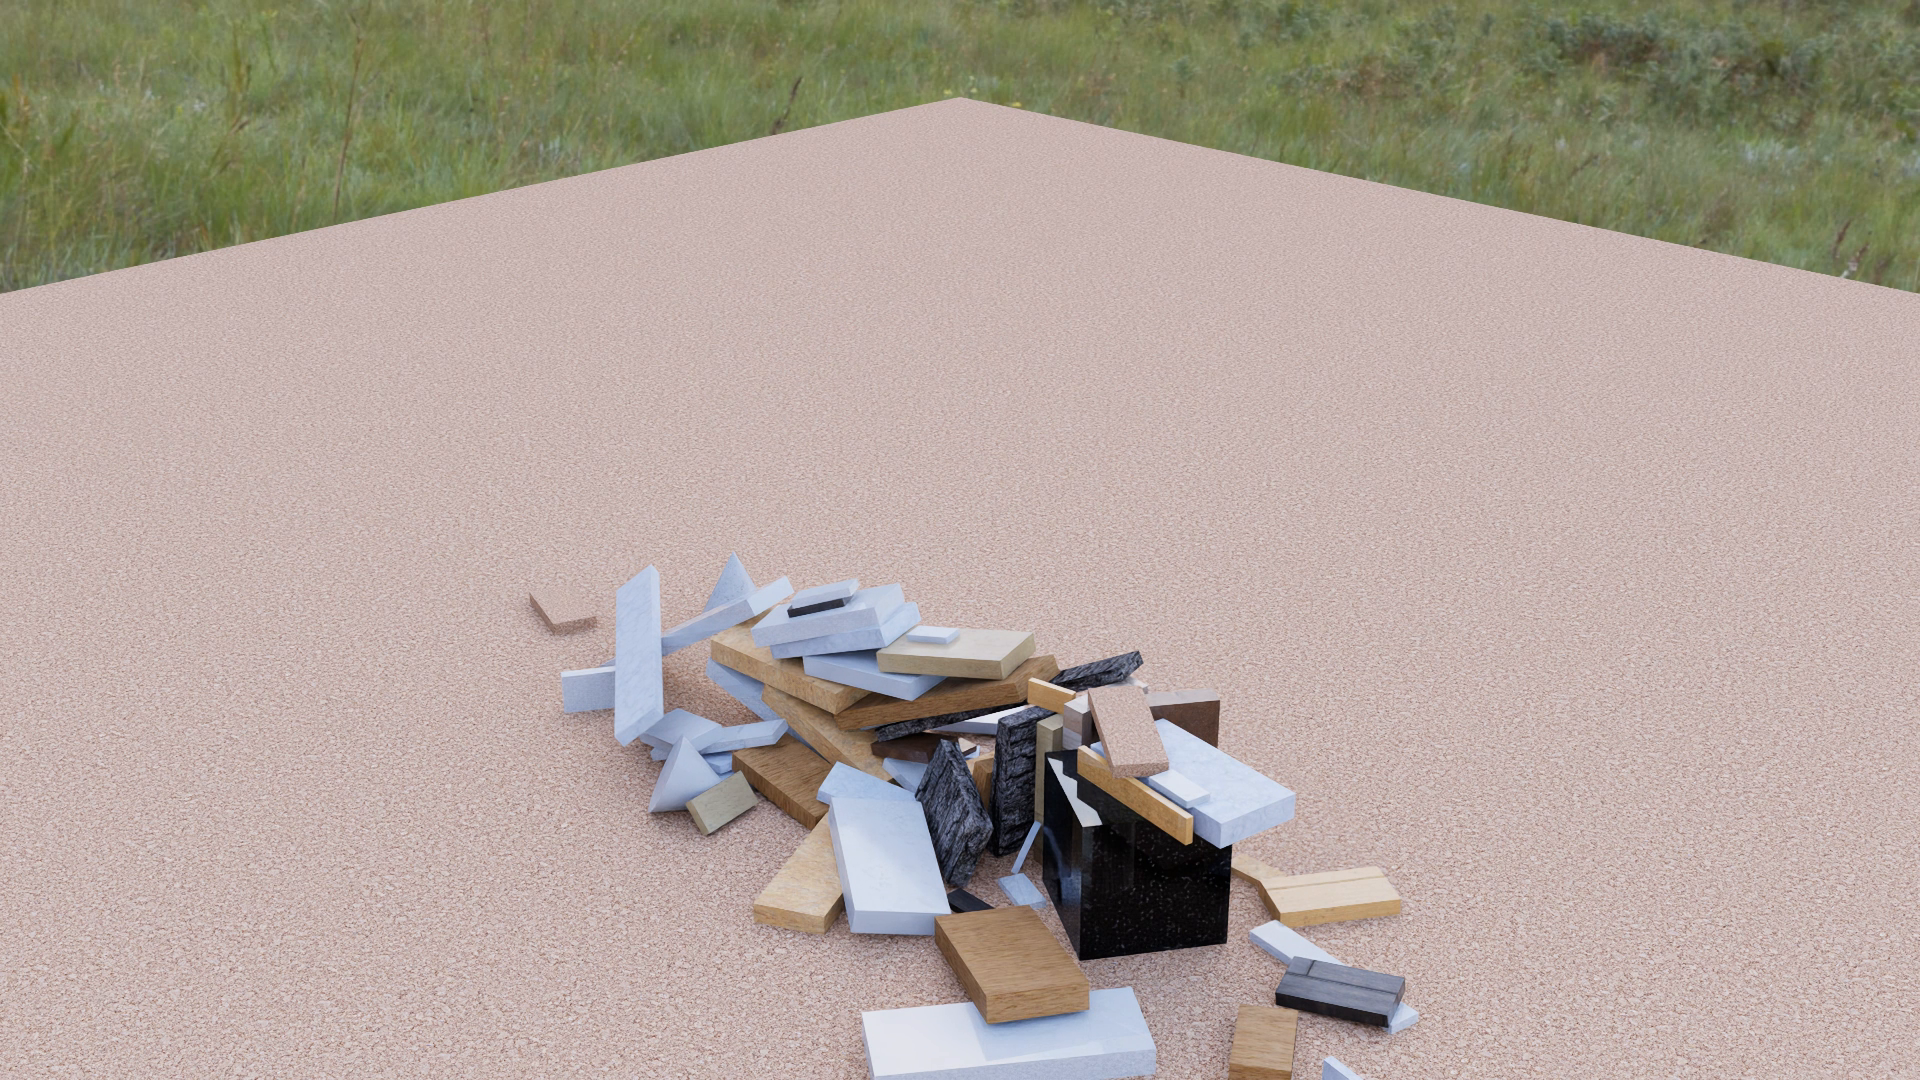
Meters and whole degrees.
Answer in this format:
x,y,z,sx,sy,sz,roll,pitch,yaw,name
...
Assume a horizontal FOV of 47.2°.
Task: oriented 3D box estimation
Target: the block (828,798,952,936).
x,y,z,sx,sy,sz,roll,pitch,yaw,name
-0.138,0.615,4.168,0.180,0.051,0.359,5,27,-13,block

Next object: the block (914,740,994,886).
x,y,z,sx,sy,sz,roll,pitch,yaw,name
-0.014,0.529,4.281,0.040,0.141,0.283,13,25,-23,block

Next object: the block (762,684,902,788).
x,y,z,sx,sy,sz,roll,pitch,yaw,name
-0.233,0.389,4.615,0.353,0.050,0.176,39,44,26,block

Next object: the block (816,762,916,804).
x,y,z,sx,sy,sz,roll,pitch,yaw,name
-0.180,0.519,4.418,0.193,0.027,0.097,22,37,9,block

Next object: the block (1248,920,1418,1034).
x,y,z,sx,sy,sz,roll,pitch,yaw,name
0.661,0.774,3.913,0.065,0.018,0.360,-15,27,-32,block

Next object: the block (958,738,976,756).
x,y,z,sx,sy,sz,roll,pitch,yaw,name
-0.015,0.448,4.649,0.095,0.014,0.048,-21,31,-40,block

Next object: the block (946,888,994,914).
x,y,z,sx,sy,sz,roll,pitch,yaw,name
0.015,0.686,4.125,0.049,0.014,0.098,-20,30,-39,block

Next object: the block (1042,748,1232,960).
x,y,z,sx,sy,sz,roll,pitch,yaw,name
0.323,0.567,4.067,0.279,0.279,0.279,-5,23,-11,block

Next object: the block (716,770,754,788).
x,y,z,sx,sy,sz,roll,pitch,yaw,name
-0.454,0.493,4.572,0.150,0.021,0.075,-14,27,-29,block

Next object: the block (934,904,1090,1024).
x,y,z,sx,sy,sz,roll,pitch,yaw,name
0.086,0.741,3.865,0.180,0.051,0.359,-5,13,-14,block

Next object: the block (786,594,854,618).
x,y,z,sx,sy,sz,roll,pitch,yaw,name
-0.289,0.131,4.548,0.126,0.018,0.063,-12,14,19,block

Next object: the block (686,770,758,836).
x,y,z,sx,sy,sz,roll,pitch,yaw,name
-0.478,0.529,4.422,0.021,0.075,0.150,-30,-1,41,block

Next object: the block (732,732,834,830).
x,y,z,sx,sy,sz,roll,pitch,yaw,name
-0.327,0.495,4.508,0.141,0.040,0.283,-19,35,-37,block

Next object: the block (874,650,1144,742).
x,y,z,sx,sy,sz,roll,pitch,yaw,name
0.091,0.315,4.394,0.598,0.027,0.097,-17,9,34,block

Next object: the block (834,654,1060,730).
x,y,z,sx,sy,sz,roll,pitch,yaw,name
-0.032,0.310,4.439,0.488,0.040,0.143,-13,13,40,block

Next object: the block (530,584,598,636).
x,y,z,sx,sy,sz,roll,pitch,yaw,name
-0.962,0.168,5.328,0.105,0.030,0.211,-11,25,-24,block

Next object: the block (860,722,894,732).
x,y,z,sx,sy,sz,roll,pitch,yaw,name
-0.153,0.368,4.552,0.108,0.015,0.054,-17,9,35,block

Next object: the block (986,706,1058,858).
x,y,z,sx,sy,sz,roll,pitch,yaw,name
0.134,0.463,4.275,0.152,0.304,0.043,-16,35,-33,block

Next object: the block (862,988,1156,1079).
x,y,z,sx,sy,sz,roll,pitch,yaw,name
0.079,0.846,3.701,0.470,0.051,0.180,-4,23,-8,block

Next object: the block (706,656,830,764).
x,y,z,sx,sy,sz,roll,pitch,yaw,name
-0.357,0.330,4.725,0.353,0.050,0.176,35,42,22,block

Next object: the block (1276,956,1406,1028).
x,y,z,sx,sy,sz,roll,pitch,yaw,name
0.662,0.786,3.830,0.202,0.029,0.101,7,33,27,block

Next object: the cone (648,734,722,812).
x,y,z,sx,sy,sz,roll,pitch,yaw,name
-0.519,0.507,4.468,0.171,0.171,0.171,24,20,-11,cone

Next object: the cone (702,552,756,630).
x,y,z,sx,sy,sz,roll,pitch,yaw,name
-0.543,0.103,5.300,0.170,0.170,0.170,0,23,0,cone

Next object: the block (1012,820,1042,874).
x,y,z,sx,sy,sz,roll,pitch,yaw,name
0.128,0.593,4.239,0.014,0.098,0.049,26,27,6,block

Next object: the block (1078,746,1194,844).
x,y,z,sx,sy,sz,roll,pitch,yaw,name
0.309,0.452,3.915,0.015,0.053,0.311,-15,27,-31,block

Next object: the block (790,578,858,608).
x,y,z,sx,sy,sz,roll,pitch,yaw,name
-0.279,0.110,4.542,0.130,0.018,0.063,-13,14,16,block

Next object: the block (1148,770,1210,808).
x,y,z,sx,sy,sz,roll,pitch,yaw,name
0.386,0.437,3.869,0.053,0.015,0.105,-15,27,-31,block

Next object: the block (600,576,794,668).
x,y,z,sx,sy,sz,roll,pitch,yaw,name
-0.591,0.200,4.900,0.506,0.041,0.144,-24,6,38,block

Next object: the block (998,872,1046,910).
x,y,z,sx,sy,sz,roll,pitch,yaw,name
0.118,0.668,4.167,0.053,0.015,0.105,-9,25,-21,block

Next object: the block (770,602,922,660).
x,y,z,sx,sy,sz,roll,pitch,yaw,name
-0.240,0.188,4.562,0.289,0.041,0.144,-8,16,33,block

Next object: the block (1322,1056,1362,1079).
x,y,z,sx,sy,sz,roll,pitch,yaw,name
0.637,0.898,3.561,0.018,0.065,0.130,-14,27,-30,block

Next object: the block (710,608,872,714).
x,y,z,sx,sy,sz,roll,pitch,yaw,name
-0.339,0.253,4.659,0.353,0.050,0.176,20,34,33,block

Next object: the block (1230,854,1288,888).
x,y,z,sx,sy,sz,roll,pitch,yaw,name
0.569,0.640,4.232,0.055,0.016,0.111,-20,30,-39,block

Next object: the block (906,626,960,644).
x,y,z,sx,sy,sz,roll,pitch,yaw,name
-0.055,0.191,4.441,0.095,0.014,0.048,3,22,33,block

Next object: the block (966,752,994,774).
x,y,z,sx,sy,sz,roll,pitch,yaw,name
0.128,0.470,4.583,0.237,0.034,0.118,-17,28,-23,block

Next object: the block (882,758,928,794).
x,y,z,sx,sy,sz,roll,pitch,yaw,name
-0.067,0.493,4.487,0.088,0.025,0.175,-24,53,-39,block

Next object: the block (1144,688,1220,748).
x,y,z,sx,sy,sz,roll,pitch,yaw,name
0.399,0.461,4.223,0.176,0.353,0.050,-4,23,-10,block

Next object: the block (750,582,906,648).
x,y,z,sx,sy,sz,roll,pitch,yaw,name
-0.274,0.156,4.555,0.289,0.041,0.144,-11,15,23,block

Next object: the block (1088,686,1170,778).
x,y,z,sx,sy,sz,roll,pitch,yaw,name
0.306,0.349,4.022,0.101,0.029,0.257,-3,29,-7,block

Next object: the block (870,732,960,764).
x,y,z,sx,sy,sz,roll,pitch,yaw,name
-0.092,0.421,4.487,0.088,0.025,0.175,-23,17,-39,block

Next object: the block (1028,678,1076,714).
x,y,z,sx,sy,sz,roll,pitch,yaw,name
0.175,0.301,4.205,0.098,0.049,0.014,17,29,29,block

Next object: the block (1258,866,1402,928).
x,y,z,sx,sy,sz,roll,pitch,yaw,name
0.695,0.671,4.136,0.237,0.034,0.118,-5,23,-11,block

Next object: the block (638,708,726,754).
x,y,z,sx,sy,sz,roll,pitch,yaw,name
-0.594,0.409,4.663,0.105,0.030,0.211,-26,19,-27,block

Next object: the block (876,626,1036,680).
x,y,z,sx,sy,sz,roll,pitch,yaw,name
-0.008,0.224,4.405,0.285,0.040,0.143,2,22,30,block

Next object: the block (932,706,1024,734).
x,y,z,sx,sy,sz,roll,pitch,yaw,name
0.039,0.385,4.783,0.194,0.027,0.097,3,23,8,block

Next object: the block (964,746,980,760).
x,y,z,sx,sy,sz,roll,pitch,yaw,name
-0.013,0.454,4.670,0.108,0.015,0.054,2,23,4,block

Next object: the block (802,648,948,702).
x,y,z,sx,sy,sz,roll,pitch,yaw,name
-0.167,0.256,4.514,0.285,0.040,0.143,11,28,37,block

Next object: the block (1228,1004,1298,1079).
x,y,z,sx,sy,sz,roll,pitch,yaw,name
0.512,0.848,3.701,0.101,0.029,0.202,5,18,11,block

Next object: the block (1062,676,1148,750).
x,y,z,sx,sy,sz,roll,pitch,yaw,name
0.275,0.454,4.238,0.176,0.353,0.050,-19,31,-38,block

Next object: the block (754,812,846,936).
x,y,z,sx,sy,sz,roll,pitch,yaw,name
-0.257,0.635,4.213,0.141,0.040,0.356,8,24,18,block

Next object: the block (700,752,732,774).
x,y,z,sx,sy,sz,roll,pitch,yaw,name
-0.513,0.462,4.614,0.063,0.018,0.126,-17,17,-39,block

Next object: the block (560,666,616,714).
x,y,z,sx,sy,sz,roll,pitch,yaw,name
-0.790,0.328,4.873,0.179,0.090,0.025,-6,24,-14,block

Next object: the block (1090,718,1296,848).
x,y,z,sx,sy,sz,roll,pitch,yaw,name
0.415,0.434,3.961,0.176,0.050,0.353,-16,28,-33,block

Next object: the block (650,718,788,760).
x,y,z,sx,sy,sz,roll,pitch,yaw,name
-0.508,0.421,4.631,0.294,0.021,0.075,-10,18,22,block

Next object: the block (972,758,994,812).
x,y,z,sx,sy,sz,roll,pitch,yaw,name
0.153,0.488,4.373,0.304,0.152,0.043,-9,32,-34,block

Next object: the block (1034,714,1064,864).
x,y,z,sx,sy,sz,roll,pitch,yaw,name
0.216,0.472,4.259,0.152,0.304,0.043,-19,30,-38,block

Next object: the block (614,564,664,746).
x,y,z,sx,sy,sz,roll,pitch,yaw,name
-0.709,0.241,4.851,0.105,0.030,0.739,-37,23,8,block
